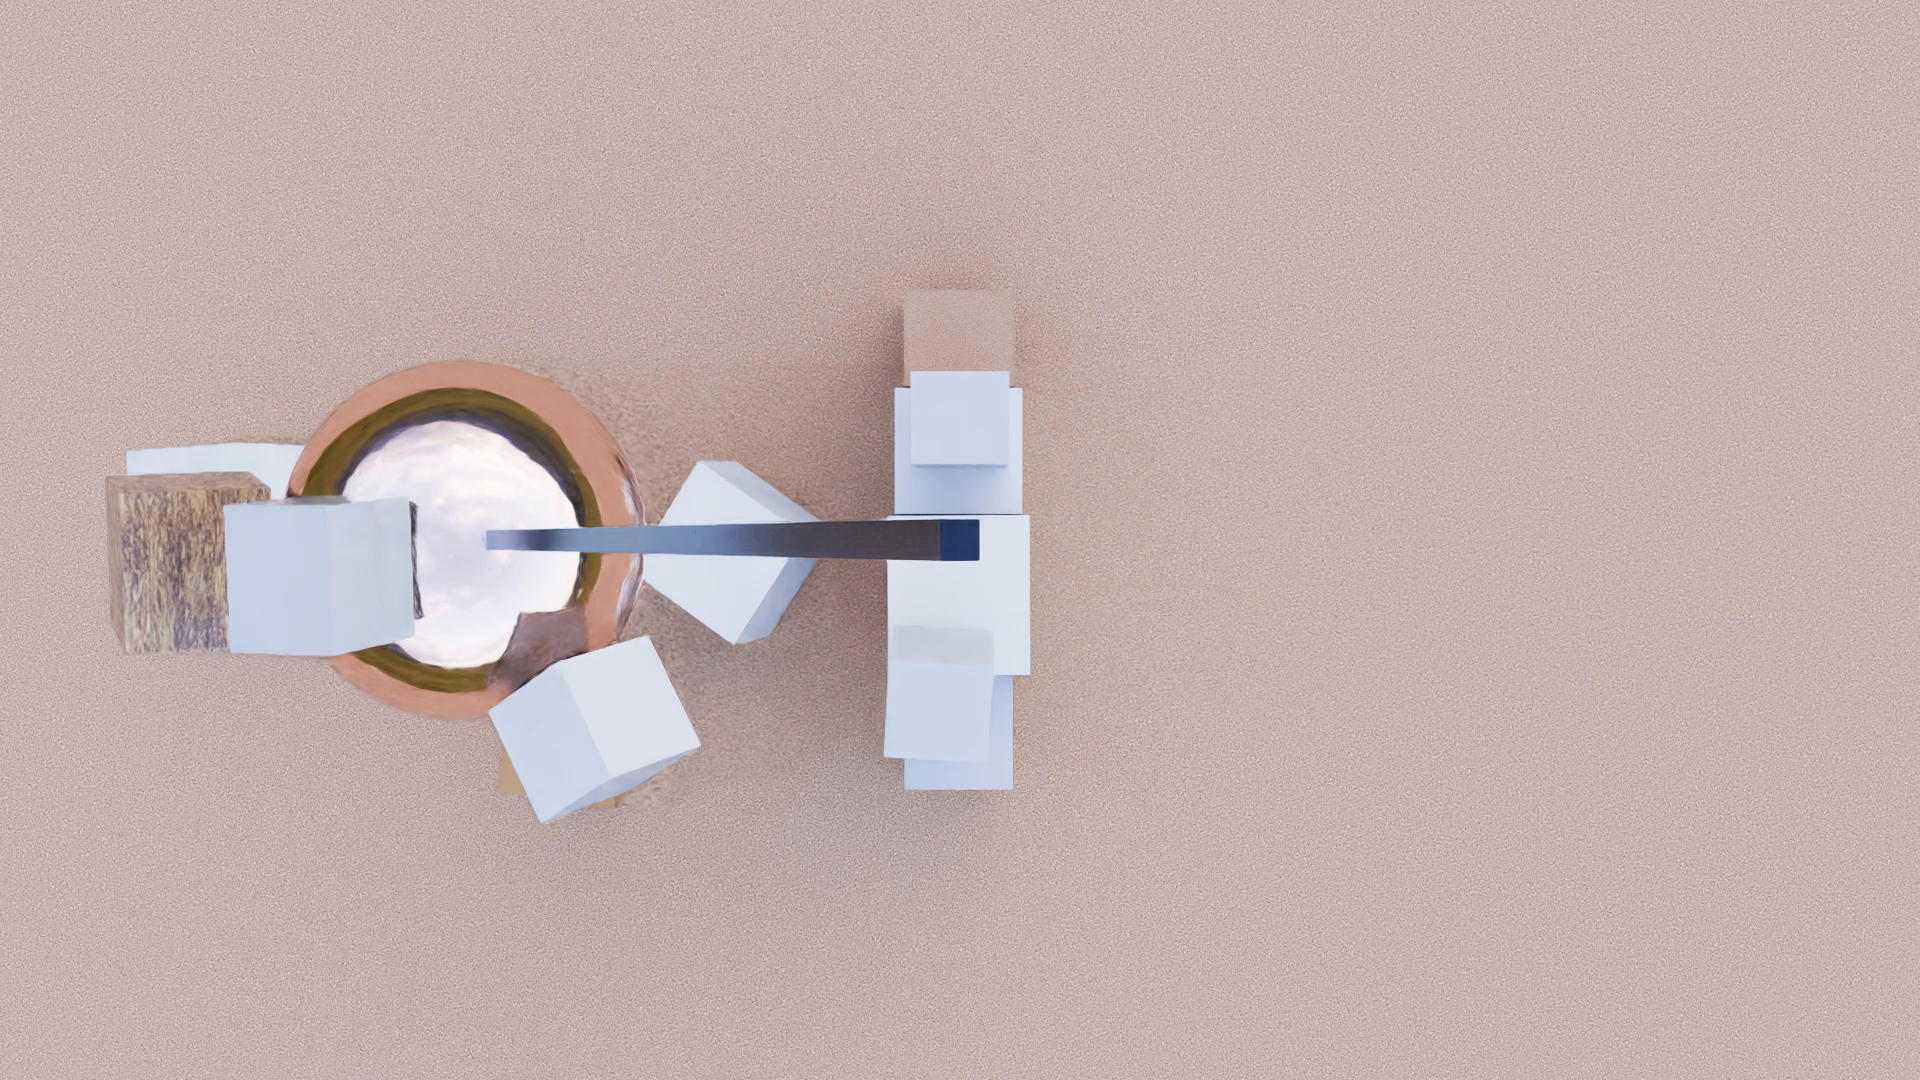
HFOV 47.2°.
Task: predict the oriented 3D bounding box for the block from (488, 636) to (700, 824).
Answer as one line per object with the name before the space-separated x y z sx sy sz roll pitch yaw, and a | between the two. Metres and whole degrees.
block | -1.549 0.799 9.326 0.517 0.532 0.528 -33 80 37

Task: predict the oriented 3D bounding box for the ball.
ball | -2.197 0.000 9.776 1.600 1.600 1.600 0 90 0

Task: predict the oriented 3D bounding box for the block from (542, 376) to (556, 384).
block | -2.607 -0.504 12.597 0.623 0.744 0.707 -19 90 6

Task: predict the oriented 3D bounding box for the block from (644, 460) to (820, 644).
block | -1.291 0.061 12.584 0.740 0.595 0.745 35 99 11

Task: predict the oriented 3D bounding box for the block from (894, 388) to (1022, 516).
block | -0.008 -0.500 12.667 0.715 0.665 0.705 0 90 0

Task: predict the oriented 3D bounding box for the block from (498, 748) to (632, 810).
block | -2.233 1.180 12.683 0.671 0.568 0.542 9 96 1

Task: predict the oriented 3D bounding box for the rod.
rod | -0.952 0.000 6.612 0.080 5.200 0.080 0 90 -21

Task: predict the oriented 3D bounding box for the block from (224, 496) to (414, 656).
block | -2.543 0.131 8.758 0.470 0.565 0.578 1 95 19

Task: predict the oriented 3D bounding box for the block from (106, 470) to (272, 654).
block | -3.340 0.080 9.534 0.601 0.737 0.668 -3 99 -25

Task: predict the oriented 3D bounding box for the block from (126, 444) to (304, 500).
block | -4.115 -0.107 12.472 0.819 0.764 0.821 -2 90 27

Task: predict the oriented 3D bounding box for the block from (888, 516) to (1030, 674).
block | -0.007 0.302 12.521 0.777 0.959 0.874 0 90 0

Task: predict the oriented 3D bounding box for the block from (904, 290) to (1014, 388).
block | -0.004 -1.132 12.672 0.622 0.655 0.540 0 90 0

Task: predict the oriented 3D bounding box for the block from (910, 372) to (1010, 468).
block | 0.000 -0.651 12.024 0.524 0.621 0.495 0 90 0

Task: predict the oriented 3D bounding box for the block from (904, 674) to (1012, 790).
block | -0.007 1.075 12.681 0.607 0.639 0.656 0 90 0

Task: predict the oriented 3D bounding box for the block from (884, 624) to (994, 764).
block | -0.111 0.815 11.751 0.543 0.594 0.537 4 106 -1
